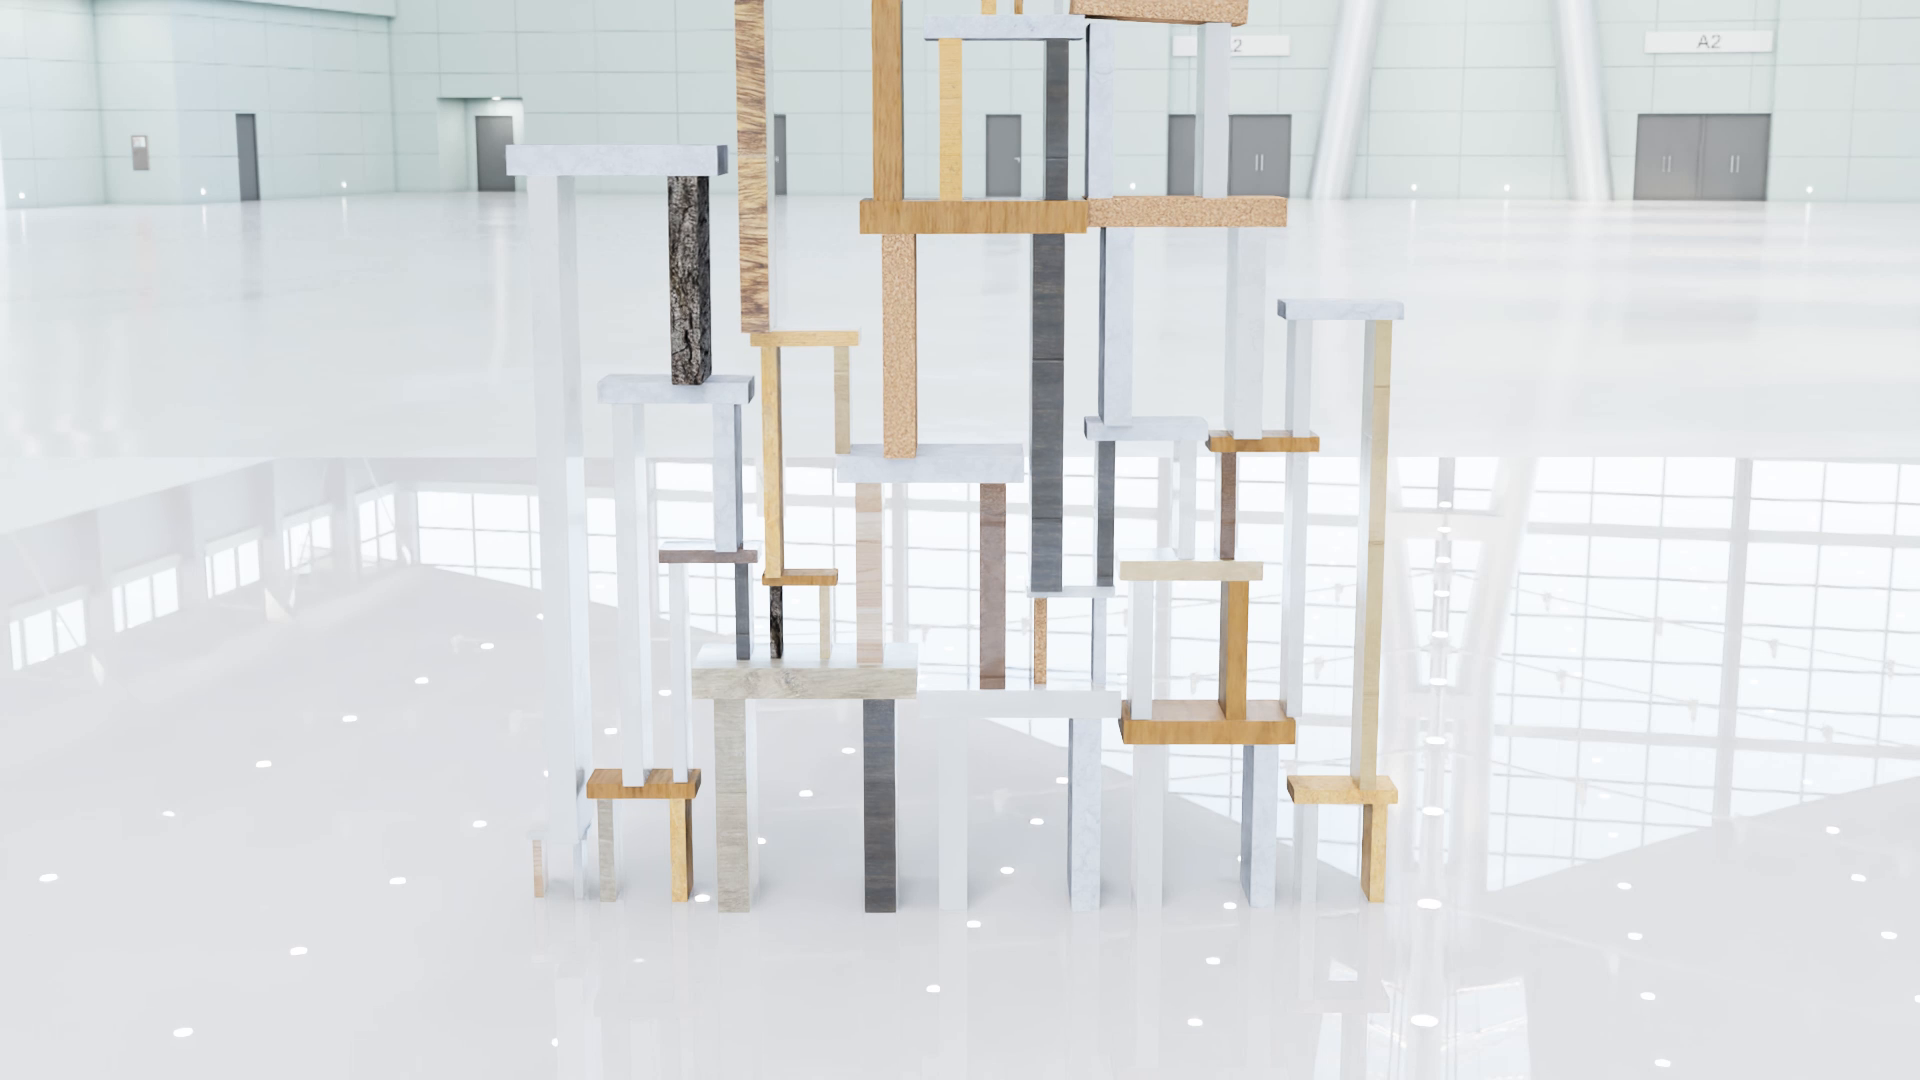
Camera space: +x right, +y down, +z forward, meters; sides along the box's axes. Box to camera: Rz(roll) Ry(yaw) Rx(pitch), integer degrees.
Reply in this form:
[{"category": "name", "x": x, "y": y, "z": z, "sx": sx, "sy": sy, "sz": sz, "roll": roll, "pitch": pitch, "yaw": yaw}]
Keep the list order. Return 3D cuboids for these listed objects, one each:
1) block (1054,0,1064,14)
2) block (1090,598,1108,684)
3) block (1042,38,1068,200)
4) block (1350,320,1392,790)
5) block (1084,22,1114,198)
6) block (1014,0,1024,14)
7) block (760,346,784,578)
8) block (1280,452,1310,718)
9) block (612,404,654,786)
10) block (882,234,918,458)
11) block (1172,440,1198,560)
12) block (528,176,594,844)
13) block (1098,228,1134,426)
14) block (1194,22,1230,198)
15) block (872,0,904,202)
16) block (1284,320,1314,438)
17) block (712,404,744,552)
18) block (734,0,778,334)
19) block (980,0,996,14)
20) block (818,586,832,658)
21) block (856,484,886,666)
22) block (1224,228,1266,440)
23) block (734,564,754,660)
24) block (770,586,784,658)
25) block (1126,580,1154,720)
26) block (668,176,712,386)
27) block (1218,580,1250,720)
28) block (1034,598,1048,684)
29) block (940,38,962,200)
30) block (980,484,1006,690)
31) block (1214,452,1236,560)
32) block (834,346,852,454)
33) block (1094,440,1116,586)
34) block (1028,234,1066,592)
[{"category": "block", "x": 0.152, "y": -0.857, "z": 3.401, "sx": 0.013, "sy": 0.092, "sz": 0.046, "roll": 0, "pitch": 10, "yaw": 0}, {"category": "block", "x": 0.226, "y": 0.157, "z": 3.584, "sx": 0.020, "sy": 0.143, "sz": 0.072, "roll": 0, "pitch": 11, "yaw": 0}, {"category": "block", "x": 0.149, "y": -0.657, "z": 3.437, "sx": 0.035, "sy": 0.245, "sz": 0.122, "roll": 0, "pitch": 11, "yaw": 0}, {"category": "block", "x": 0.665, "y": 0.023, "z": 3.562, "sx": 0.026, "sy": 0.767, "sz": 0.093, "roll": 0, "pitch": 11, "yaw": 0}, {"category": "block", "x": 0.217, "y": -0.670, "z": 3.436, "sx": 0.037, "sy": 0.265, "sz": 0.132, "roll": 0, "pitch": 11, "yaw": 0}, {"category": "block", "x": 0.091, "y": -0.857, "z": 3.401, "sx": 0.013, "sy": 0.092, "sz": 0.046, "roll": 0, "pitch": 10, "yaw": 0}, {"category": "block", "x": -0.301, "y": -0.130, "z": 3.534, "sx": 0.024, "sy": 0.371, "sz": 0.086, "roll": 0, "pitch": 11, "yaw": 0}, {"category": "block", "x": 0.542, "y": 0.066, "z": 3.567, "sx": 0.024, "sy": 0.434, "sz": 0.086, "roll": 0, "pitch": 11, "yaw": 0}, {"category": "block", "x": -0.532, "y": 0.082, "z": 3.579, "sx": 0.034, "sy": 0.626, "sz": 0.119, "roll": 0, "pitch": 11, "yaw": 0}, {"category": "block", "x": -0.095, "y": -0.315, "z": 3.496, "sx": 0.049, "sy": 0.349, "sz": 0.175, "roll": 0, "pitch": 11, "yaw": 0}, {"category": "block", "x": 0.362, "y": -0.072, "z": 3.545, "sx": 0.027, "sy": 0.192, "sz": 0.096, "roll": 0, "pitch": 11, "yaw": -1}, {"category": "block", "x": -0.641, "y": -0.047, "z": 3.545, "sx": 0.046, "sy": 1.070, "sz": 0.161, "roll": 0, "pitch": 11, "yaw": 0}, {"category": "block", "x": 0.248, "y": -0.346, "z": 3.500, "sx": 0.044, "sy": 0.309, "sz": 0.154, "roll": 0, "pitch": 11, "yaw": 0}, {"category": "block", "x": 0.394, "y": -0.670, "z": 3.437, "sx": 0.037, "sy": 0.265, "sz": 0.132, "roll": 0, "pitch": 11, "yaw": 0}, {"category": "block", "x": -0.112, "y": -0.688, "z": 3.427, "sx": 0.044, "sy": 0.310, "sz": 0.155, "roll": 0, "pitch": 11, "yaw": 0}, {"category": "block", "x": 0.540, "y": -0.262, "z": 3.508, "sx": 0.026, "sy": 0.185, "sz": 0.093, "roll": 0, "pitch": 11, "yaw": 0}, {"category": "block", "x": -0.373, "y": -0.108, "z": 3.544, "sx": 0.034, "sy": 0.238, "sz": 0.119, "roll": 0, "pitch": 11, "yaw": 0}, {"category": "block", "x": -0.319, "y": -0.588, "z": 3.446, "sx": 0.044, "sy": 0.514, "sz": 0.155, "roll": 0, "pitch": 11, "yaw": 0}, {"category": "block", "x": 0.044, "y": -0.927, "z": 3.387, "sx": 0.023, "sy": 0.235, "sz": 0.080, "roll": 0, "pitch": 11, "yaw": 0}, {"category": "block", "x": -0.219, "y": 0.128, "z": 3.588, "sx": 0.017, "sy": 0.121, "sz": 0.060, "roll": 0, "pitch": 11, "yaw": 0}, {"category": "block", "x": -0.145, "y": 0.042, "z": 3.569, "sx": 0.042, "sy": 0.296, "sz": 0.148, "roll": 0, "pitch": 11, "yaw": 0}, {"category": "block", "x": 0.453, "y": -0.335, "z": 3.502, "sx": 0.044, "sy": 0.330, "sz": 0.154, "roll": 0, "pitch": 11, "yaw": 0}, {"category": "block", "x": -0.351, "y": 0.109, "z": 3.585, "sx": 0.023, "sy": 0.159, "sz": 0.080, "roll": 0, "pitch": 11, "yaw": 0}, {"category": "block", "x": -0.299, "y": 0.128, "z": 3.588, "sx": 0.017, "sy": 0.121, "sz": 0.060, "roll": 0, "pitch": 11, "yaw": 0}, {"category": "block", "x": 0.293, "y": 0.167, "z": 3.586, "sx": 0.032, "sy": 0.229, "sz": 0.114, "roll": 0, "pitch": 11, "yaw": 0}, {"category": "block", "x": -0.426, "y": -0.415, "z": 3.477, "sx": 0.046, "sy": 0.322, "sz": 0.161, "roll": 0, "pitch": 11, "yaw": 0}, {"category": "block", "x": 0.446, "y": 0.167, "z": 3.586, "sx": 0.032, "sy": 0.229, "sz": 0.114, "roll": 0, "pitch": 11, "yaw": 0}, {"category": "block", "x": 0.131, "y": 0.157, "z": 3.585, "sx": 0.020, "sy": 0.143, "sz": 0.072, "roll": 0, "pitch": 11, "yaw": 1}, {"category": "block", "x": -0.014, "y": -0.657, "z": 3.437, "sx": 0.035, "sy": 0.245, "sz": 0.122, "roll": 0, "pitch": 11, "yaw": 0}, {"category": "block", "x": 0.053, "y": 0.062, "z": 3.571, "sx": 0.042, "sy": 0.335, "sz": 0.148, "roll": 0, "pitch": 11, "yaw": 0}, {"category": "block", "x": 0.427, "y": -0.062, "z": 3.542, "sx": 0.024, "sy": 0.173, "sz": 0.086, "roll": 0, "pitch": 10, "yaw": 0}, {"category": "block", "x": -0.186, "y": -0.228, "z": 3.516, "sx": 0.024, "sy": 0.171, "sz": 0.086, "roll": 0, "pitch": 11, "yaw": 0}, {"category": "block", "x": 0.233, "y": -0.050, "z": 3.549, "sx": 0.027, "sy": 0.236, "sz": 0.096, "roll": 0, "pitch": 11, "yaw": 0}, {"category": "block", "x": 0.137, "y": -0.210, "z": 3.515, "sx": 0.049, "sy": 0.563, "sz": 0.175, "roll": 0, "pitch": 11, "yaw": 0}]
